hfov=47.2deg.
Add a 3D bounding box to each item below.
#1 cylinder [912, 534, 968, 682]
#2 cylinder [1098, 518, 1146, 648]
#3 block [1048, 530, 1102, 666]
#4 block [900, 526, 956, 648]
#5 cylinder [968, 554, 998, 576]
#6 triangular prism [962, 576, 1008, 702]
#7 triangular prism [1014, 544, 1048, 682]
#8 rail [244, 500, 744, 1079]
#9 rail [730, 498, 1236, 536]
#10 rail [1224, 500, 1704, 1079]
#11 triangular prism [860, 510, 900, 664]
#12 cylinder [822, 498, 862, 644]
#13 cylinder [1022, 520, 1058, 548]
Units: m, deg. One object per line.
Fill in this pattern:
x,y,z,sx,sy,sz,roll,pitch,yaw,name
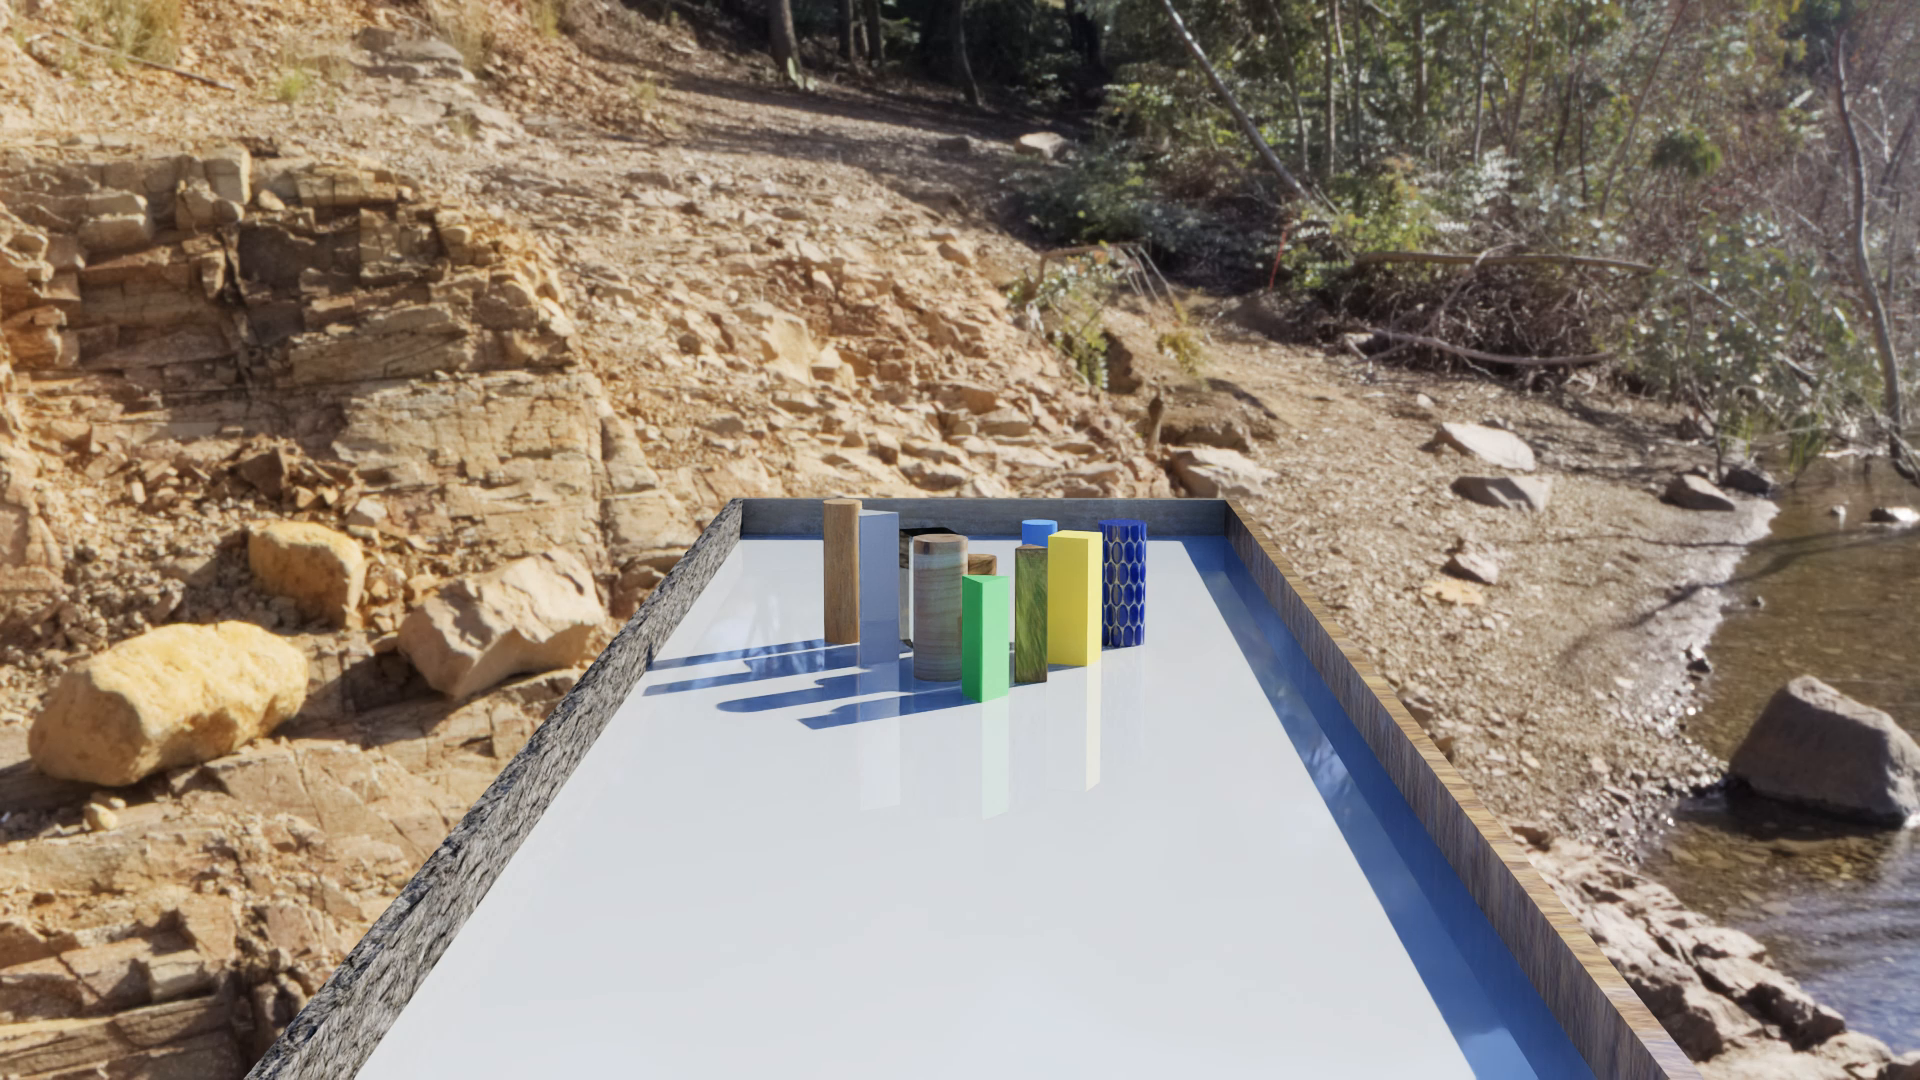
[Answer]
-0.057,0.197,6.448,0.161,0.412,0.161,0,9,0,cylinder
0.510,0.134,6.936,0.152,0.384,0.152,0,9,0,cylinder
0.348,0.175,6.661,0.127,0.389,0.127,4,10,22,block
-0.100,0.149,6.939,0.155,0.355,0.155,-3,9,-16,block
0.053,0.209,6.669,0.118,0.320,0.118,0,9,0,cylinder
0.053,0.273,6.200,0.113,0.341,0.130,7,11,36,triangular prism
0.202,0.213,6.405,0.094,0.395,0.082,-1,9,-6,triangular prism
-1.004,0.839,3.234,0.050,0.150,12.000,0,9,1,rail
0.099,-0.098,9.147,2.100,0.150,0.050,0,9,1,rail
1.046,0.843,3.208,0.050,0.150,12.000,0,9,1,rail
-0.272,0.139,6.682,0.136,0.454,0.117,-5,11,-31,triangular prism
-0.370,0.099,6.964,0.123,0.445,0.123,0,9,0,cylinder
0.250,0.134,6.934,0.111,0.385,0.111,0,9,0,cylinder
